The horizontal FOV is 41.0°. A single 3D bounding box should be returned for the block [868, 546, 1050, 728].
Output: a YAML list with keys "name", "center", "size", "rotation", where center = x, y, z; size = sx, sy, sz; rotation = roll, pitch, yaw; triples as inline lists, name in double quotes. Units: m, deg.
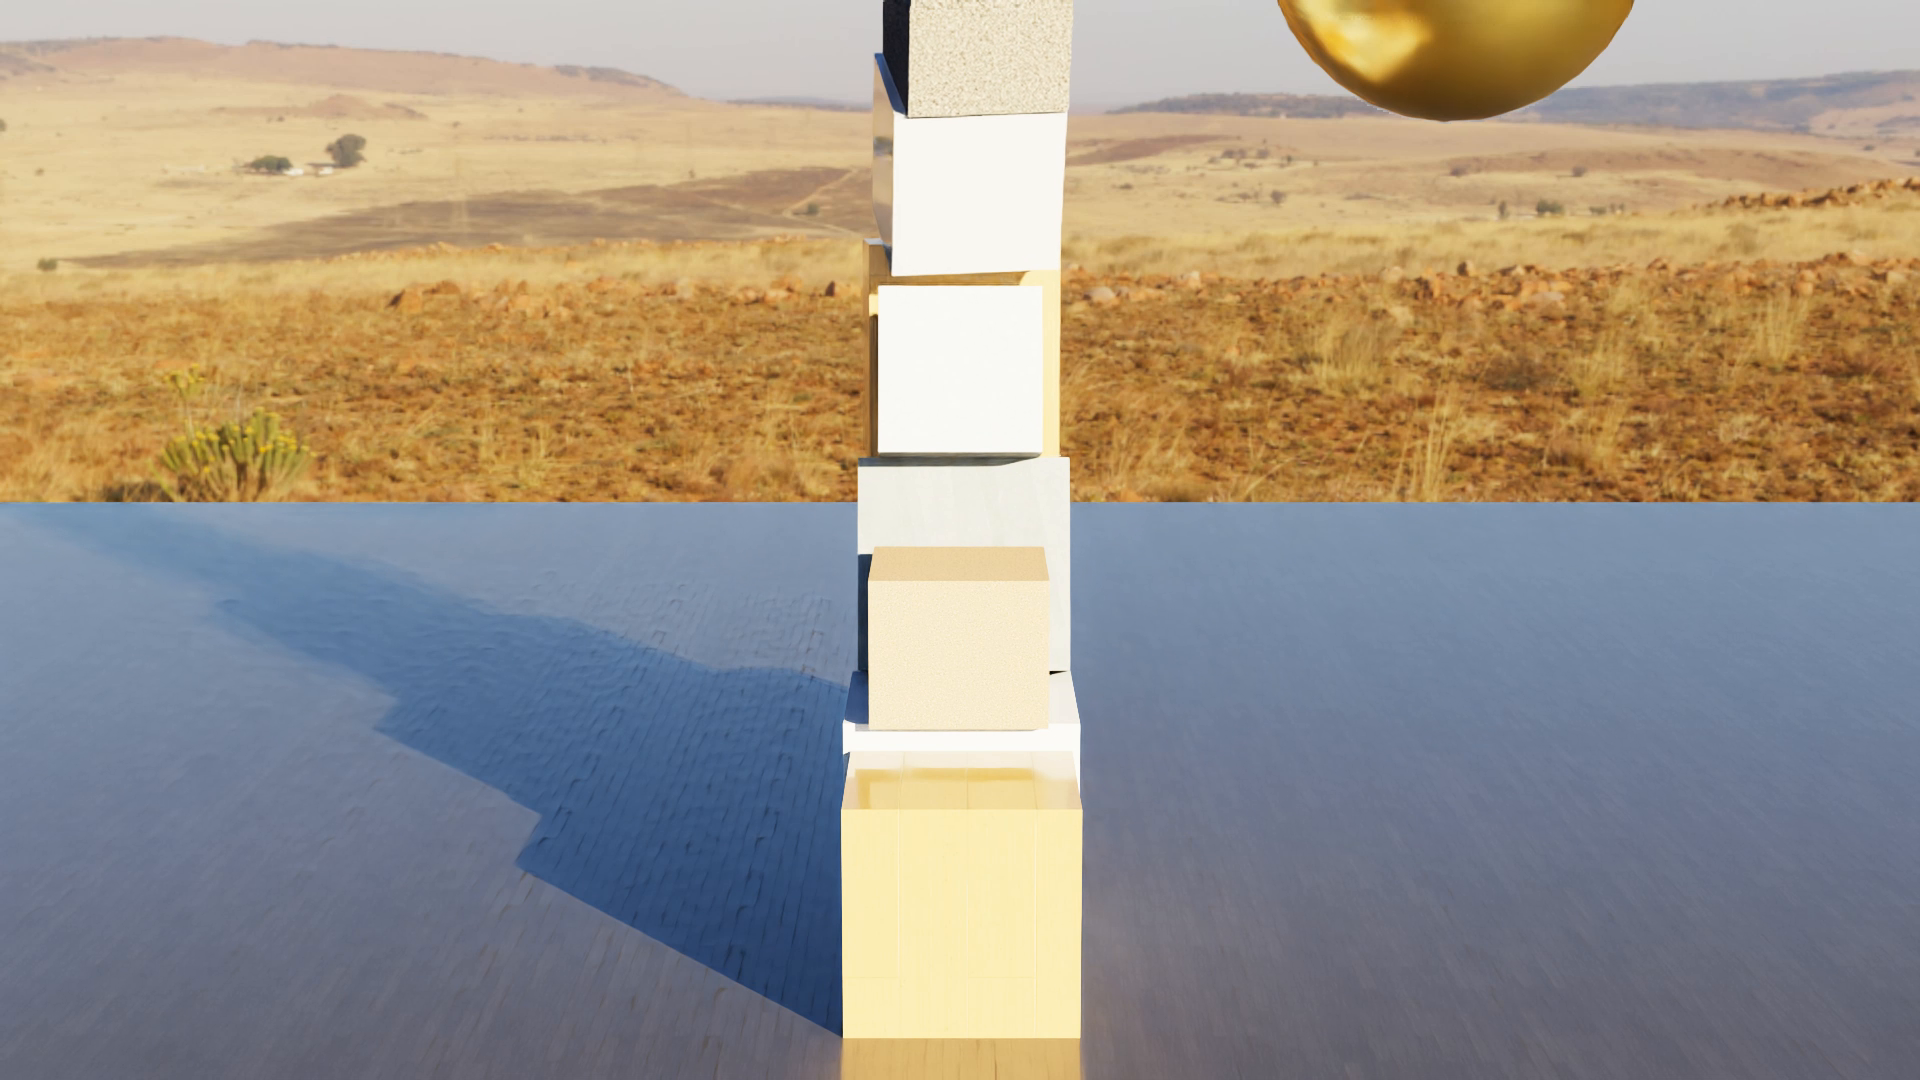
- name: "block"
  center: [-0.004, 0.382, 10.339]
  size: [0.702, 0.589, 0.739]
  rotation: [0, 10, 0]

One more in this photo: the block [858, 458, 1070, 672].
- name: "block"
  center: [0.017, 0.125, 11.234]
  size: [0.891, 0.898, 0.884]
  rotation: [0, -3, 0]

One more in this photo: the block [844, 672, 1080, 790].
- name: "block"
  center: [0.006, 1.125, 10.639]
  size: [0.934, 0.980, 0.905]
  rotation: [0, 10, 0]

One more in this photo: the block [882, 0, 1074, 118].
- name: "block"
  center: [0.066, -2.297, 10.858]
  size: [0.680, 0.743, 0.776]
  rotation: [-4, 32, -9]

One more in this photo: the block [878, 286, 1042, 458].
- name: "block"
  center: [-0.004, -0.686, 10.956]
  size: [0.676, 0.689, 0.736]
  rotation: [0, -3, -1]

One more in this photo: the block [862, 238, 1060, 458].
- name: "block"
  center: [-0.008, -0.878, 11.858]
  size: [0.849, 0.999, 0.846]
  rotation: [-1, 8, -4]

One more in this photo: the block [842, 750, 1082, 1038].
- name: "block"
  center: [0.006, 1.334, 9.790]
  size: [0.874, 0.873, 0.823]
  rotation: [0, 10, 0]

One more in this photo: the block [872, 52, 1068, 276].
- name: "block"
  center: [0.025, -1.662, 11.236]
  size: [0.732, 0.736, 0.734]
  rotation: [-3, 32, -8]

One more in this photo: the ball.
- name: "ball"
  center: [2.074, -2.557, 10.715]
  size: [1.600, 1.600, 1.600]
  rotation: [0, 10, 0]
